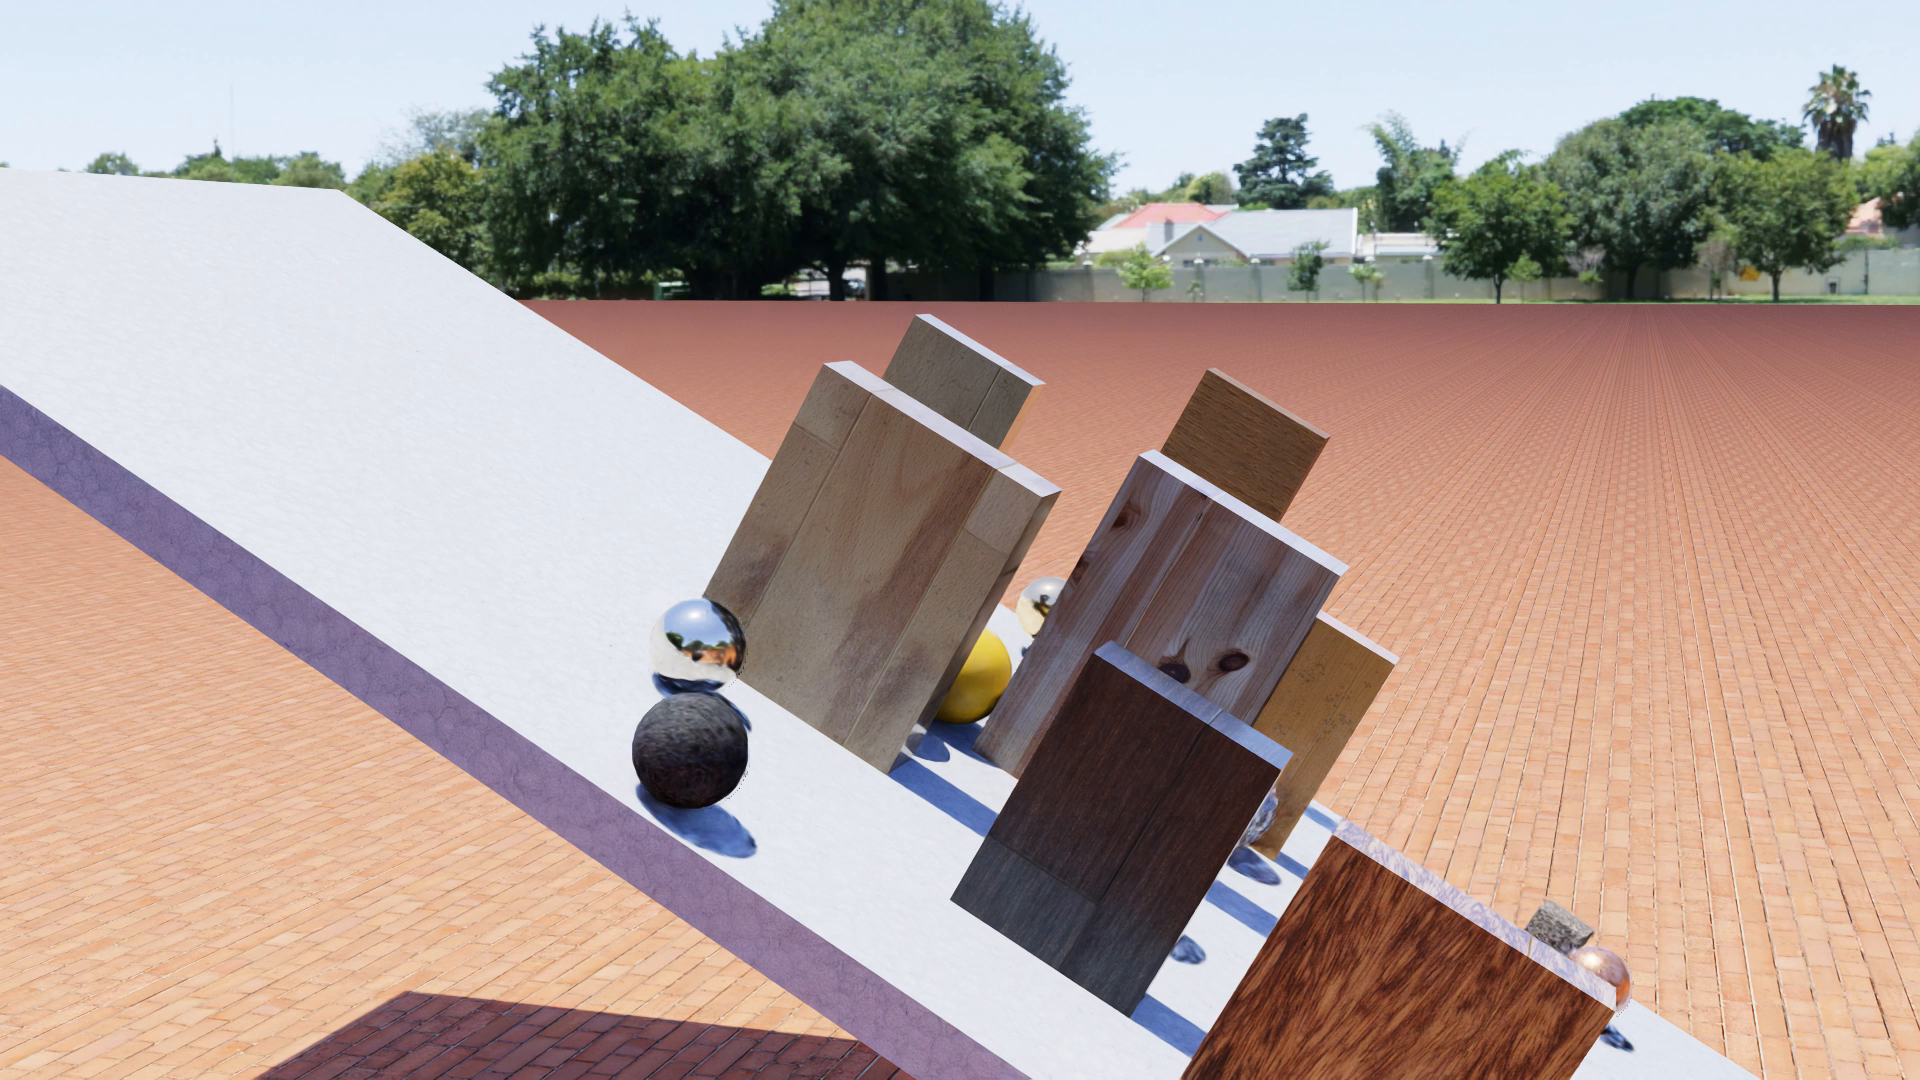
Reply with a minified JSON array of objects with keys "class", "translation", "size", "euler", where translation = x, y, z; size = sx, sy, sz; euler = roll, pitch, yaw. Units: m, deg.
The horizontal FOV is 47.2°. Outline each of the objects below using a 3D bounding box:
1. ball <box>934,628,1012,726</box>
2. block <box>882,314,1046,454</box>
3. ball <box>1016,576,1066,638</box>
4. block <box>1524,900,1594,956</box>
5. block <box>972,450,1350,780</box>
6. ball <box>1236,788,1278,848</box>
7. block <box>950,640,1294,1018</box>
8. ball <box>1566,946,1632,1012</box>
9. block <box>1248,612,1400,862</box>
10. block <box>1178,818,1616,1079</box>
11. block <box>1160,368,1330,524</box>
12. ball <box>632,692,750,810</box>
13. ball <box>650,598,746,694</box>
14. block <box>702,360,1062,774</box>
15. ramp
[{"class":"ball","translation":[-0.001,0.249,4.146],"size":[0.199,0.199,0.199],"euler":[0,7,0]},{"class":"block","translation":[-0.100,-0.122,4.416],"size":[0.277,0.601,0.093],"euler":[32,15,11]},{"class":"ball","translation":[0.197,0.152,4.811],"size":[0.148,0.148,0.148],"euler":[0,7,0]},{"class":"block","translation":[1.259,0.847,4.667],"size":[0.109,0.109,0.109],"euler":[35,16,23]},{"class":"block","translation":[0.363,0.220,4.044],"size":[0.418,0.641,0.131],"euler":[32,15,11]},{"class":"ball","translation":[0.531,0.512,4.299],"size":[0.176,0.176,0.176],"euler":[0,7,0]},{"class":"block","translation":[0.248,0.445,3.409],"size":[0.332,0.464,0.121],"euler":[32,15,11]},{"class":"ball","translation":[1.285,0.898,4.463],"size":[0.148,0.148,0.148],"euler":[0,7,0]},{"class":"block","translation":[0.644,0.373,4.394],"size":[0.248,0.471,0.084],"euler":[32,15,11]},{"class":"block","translation":[0.576,0.714,3.025],"size":[0.427,0.504,0.100],"euler":[32,15,11]},{"class":"block","translation":[0.495,0.014,4.821],"size":[0.294,0.729,0.088],"euler":[32,15,11]},{"class":"ball","translation":[-0.397,0.310,3.240],"size":[0.172,0.172,0.172],"euler":[0,7,0]},{"class":"ball","translation":[-0.436,0.177,3.650],"size":[0.159,0.159,0.159],"euler":[0,7,0]},{"class":"block","translation":[-0.159,0.045,3.815],"size":[0.441,0.560,0.135],"euler":[32,15,11]},{"class":"ramp","translation":[-0.195,0.322,4.133],"size":[4.000,0.100,2.000],"euler":[32,15,11]}]
